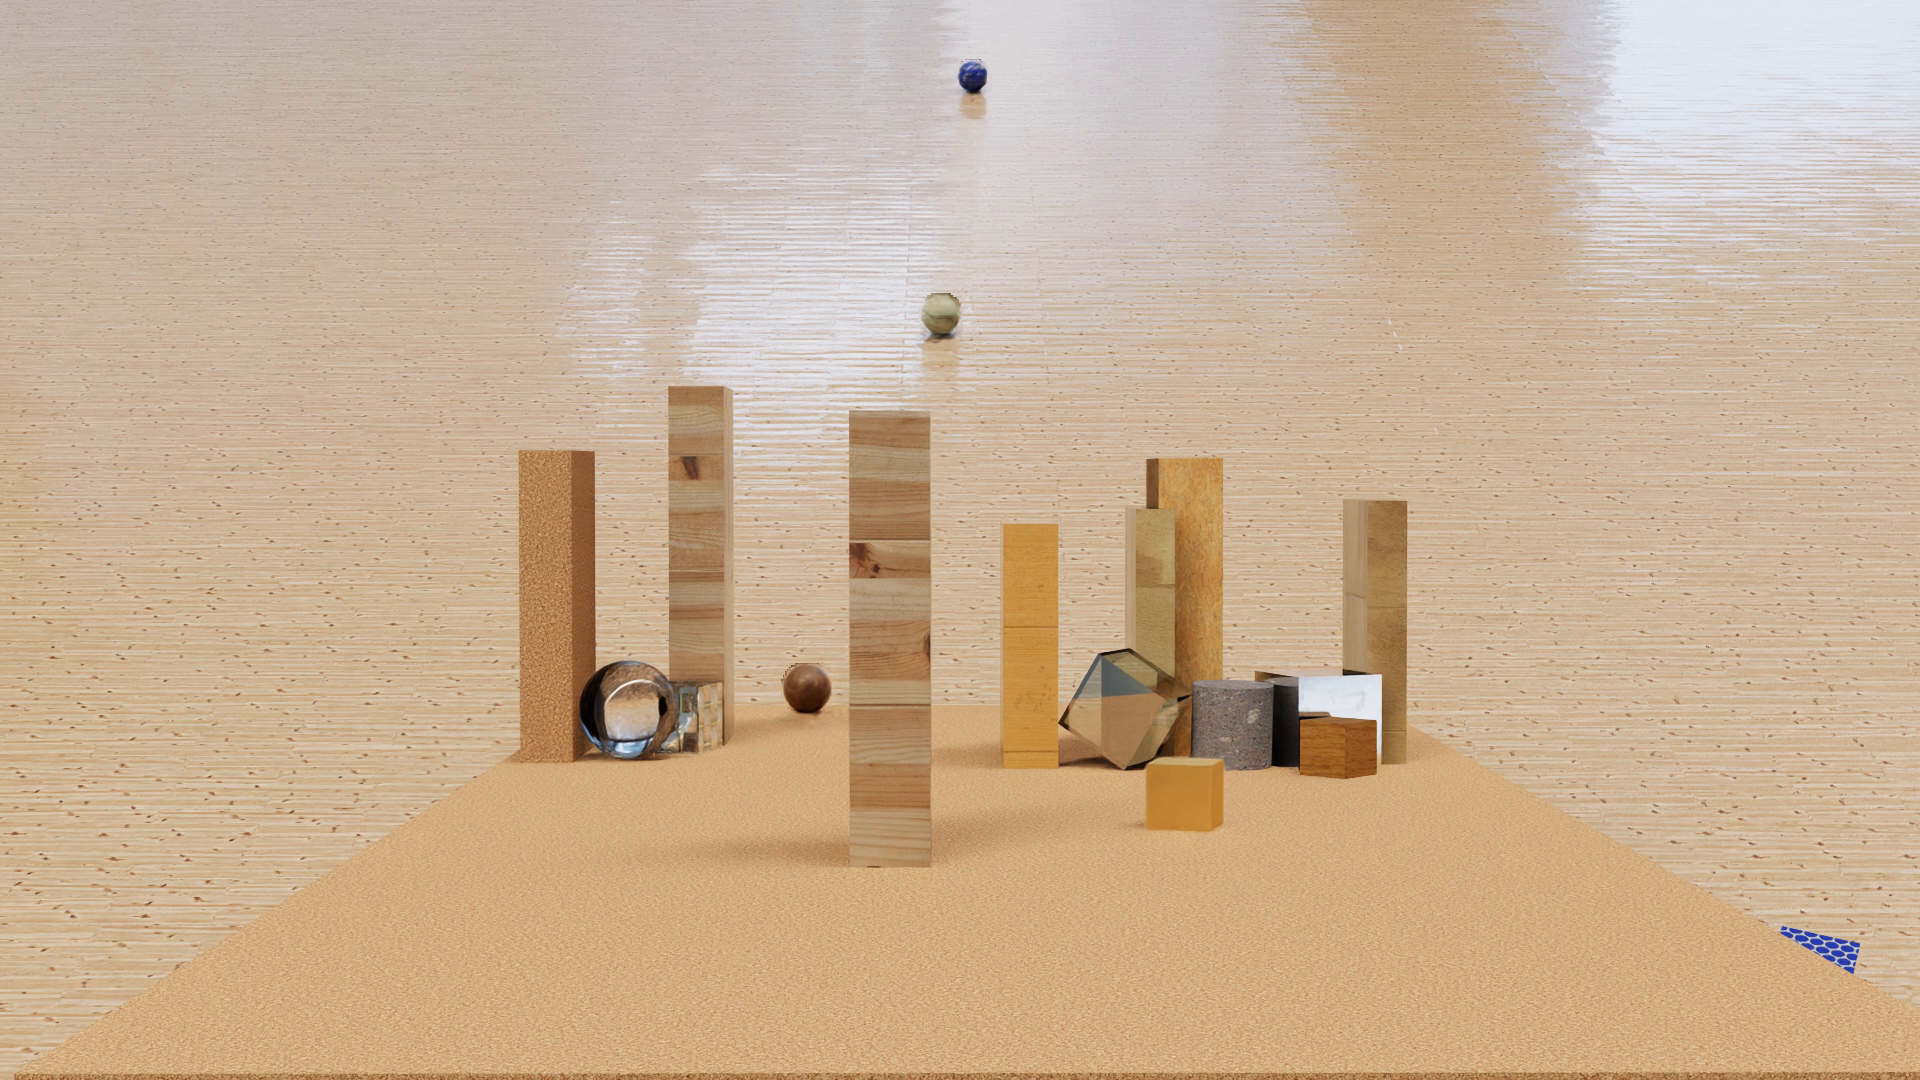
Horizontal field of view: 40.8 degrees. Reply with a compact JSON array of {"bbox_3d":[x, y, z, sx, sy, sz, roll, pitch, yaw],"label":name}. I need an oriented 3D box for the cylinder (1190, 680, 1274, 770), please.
[{"bbox_3d":[0.549,0.372,5.203,0.163,0.163,0.163,1,4,0],"label":"cylinder"}]

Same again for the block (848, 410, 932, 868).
[{"bbox_3d":[-0.106,0.146,4.003,0.122,0.688,0.254,0,2,0],"label":"block"}]

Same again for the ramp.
[{"bbox_3d":[0.058,0.525,4.563,2.000,0.100,4.000,0,2,0],"label":"ramp"}]

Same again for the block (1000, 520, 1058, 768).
[{"bbox_3d":[0.141,0.208,5.332,0.110,0.491,0.351,0,2,0],"label":"block"}]

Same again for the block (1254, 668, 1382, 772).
[{"bbox_3d":[0.725,0.362,5.232,0.187,0.187,0.187,-1,2,-21],"label":"block"}]

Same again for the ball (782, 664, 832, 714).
[{"bbox_3d":[-0.375,0.366,6.344,0.120,0.120,0.120,0,25,0],"label":"ball"}]

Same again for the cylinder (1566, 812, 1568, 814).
[{"bbox_3d":[1.316,0.725,5.925,0.180,0.180,0.180,-10,27,-21],"label":"cylinder"}]

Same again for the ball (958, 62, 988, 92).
[{"bbox_3d":[0.060,-2.163,12.028,0.140,0.140,0.140,0,25,0],"label":"ball"}]

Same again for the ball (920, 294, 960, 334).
[{"bbox_3d":[-0.068,-0.801,9.171,0.142,0.142,0.142,0,25,0],"label":"ball"}]

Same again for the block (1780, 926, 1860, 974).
[{"bbox_3d":[1.806,0.948,5.478,0.162,0.162,0.162,11,28,22],"label":"block"}]

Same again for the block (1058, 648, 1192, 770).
[{"bbox_3d":[0.338,0.341,5.216,0.169,0.169,0.169,35,16,21],"label":"block"}]

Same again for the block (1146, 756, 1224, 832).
[{"bbox_3d":[0.378,0.426,4.334,0.109,0.109,0.109,0,2,17],"label":"block"}]

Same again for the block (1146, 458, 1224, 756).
[{"bbox_3d":[0.481,0.136,5.554,0.134,0.623,0.353,0,2,0],"label":"block"}]

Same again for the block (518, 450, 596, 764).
[{"bbox_3d":[-0.846,0.132,5.432,0.107,0.639,0.342,0,2,0],"label":"block"}]

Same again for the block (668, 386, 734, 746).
[{"bbox_3d":[-0.571,0.054,5.707,0.120,0.780,0.240,0,2,0],"label":"block"}]

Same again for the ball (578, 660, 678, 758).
[{"bbox_3d":[-0.689,0.351,5.358,0.205,0.205,0.205,0,25,0],"label":"ball"}]

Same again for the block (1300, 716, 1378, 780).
[{"bbox_3d":[0.743,0.407,5.063,0.107,0.107,0.107,1,2,44],"label":"block"}]

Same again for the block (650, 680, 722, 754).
[{"bbox_3d":[-0.600,0.378,5.514,0.142,0.142,0.142,0,2,15],"label":"block"}]

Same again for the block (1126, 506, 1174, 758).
[{"bbox_3d":[0.401,0.191,5.460,0.080,0.518,0.329,0,2,0],"label":"block"}]

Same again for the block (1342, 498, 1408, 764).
[{"bbox_3d":[0.867,0.184,5.400,0.080,0.536,0.335,0,2,0],"label":"block"}]
